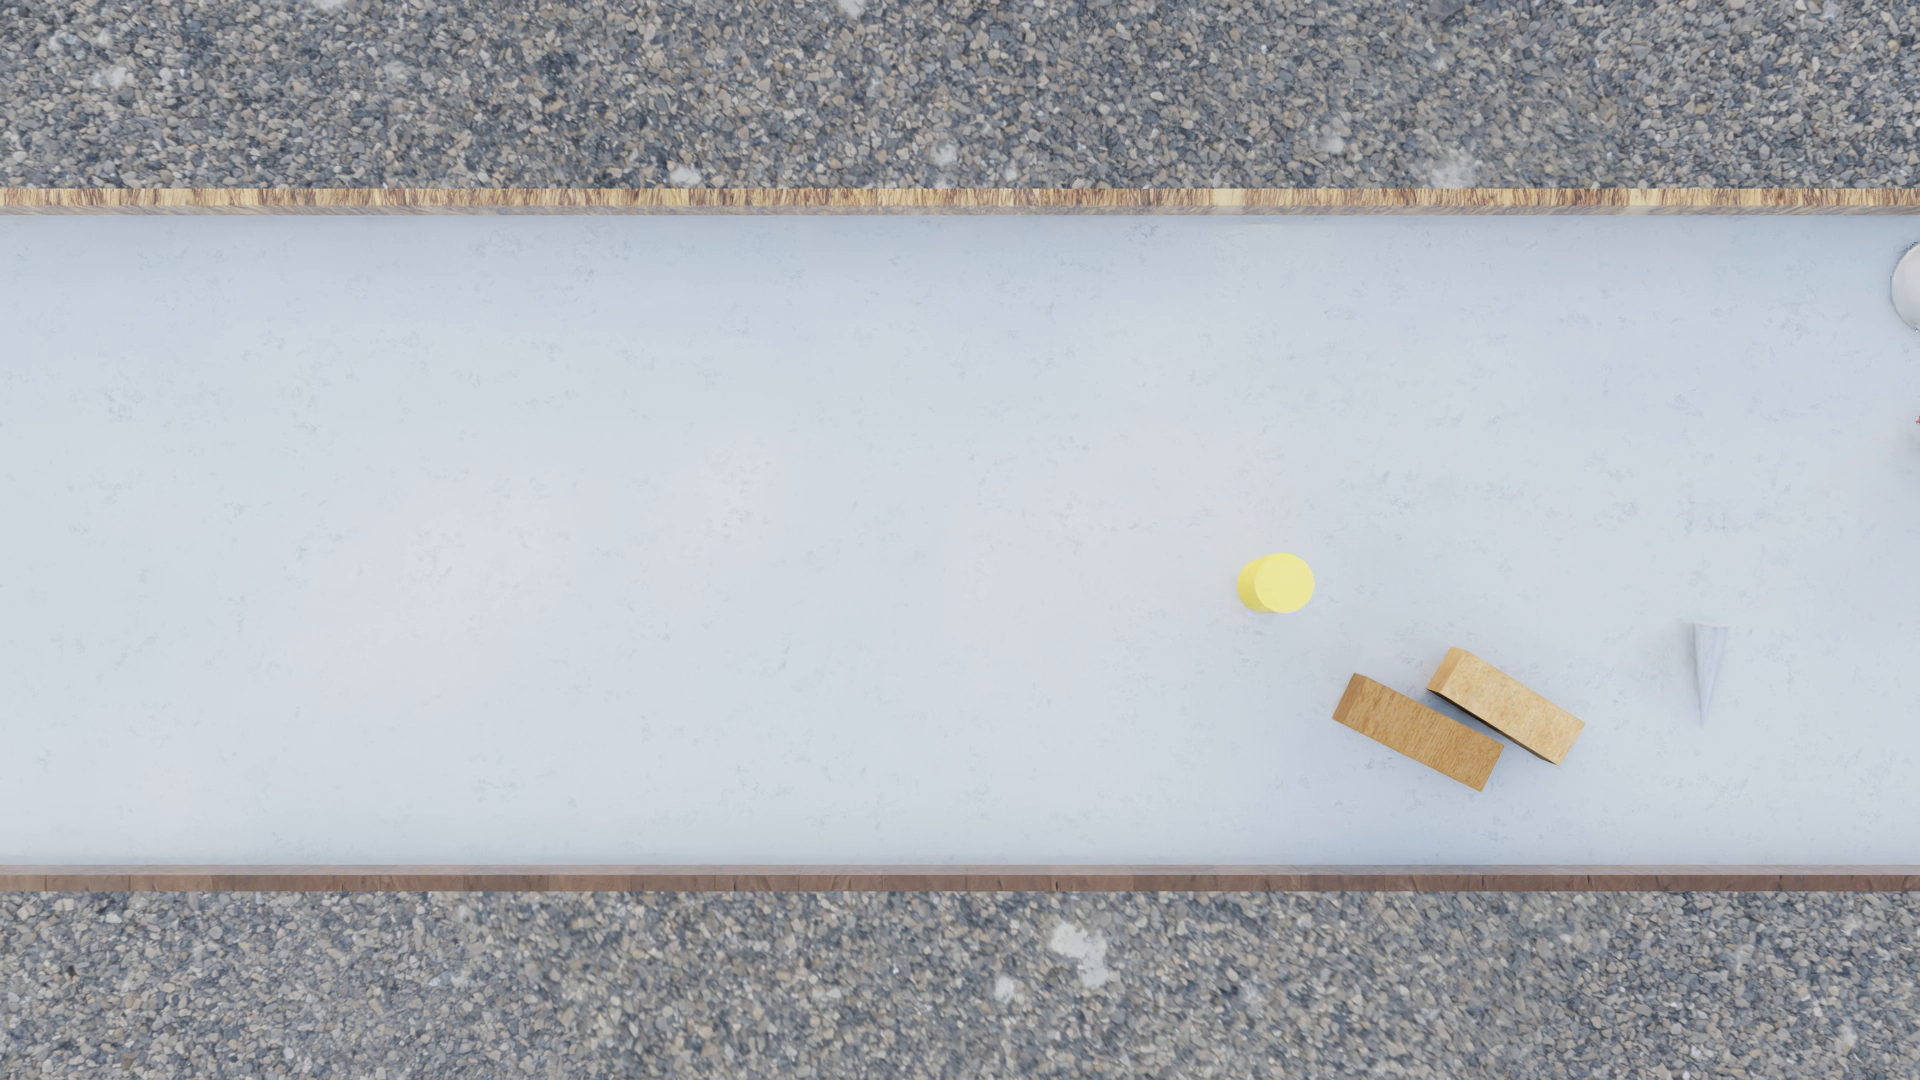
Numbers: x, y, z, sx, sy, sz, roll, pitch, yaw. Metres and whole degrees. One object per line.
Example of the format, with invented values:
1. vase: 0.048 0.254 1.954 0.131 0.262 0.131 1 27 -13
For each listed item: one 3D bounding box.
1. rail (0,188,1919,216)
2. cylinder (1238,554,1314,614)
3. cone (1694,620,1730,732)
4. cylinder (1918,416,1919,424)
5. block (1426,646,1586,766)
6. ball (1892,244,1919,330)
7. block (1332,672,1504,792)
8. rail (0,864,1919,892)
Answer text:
1. rail: -2.247 -1.025 5.002 12.000 0.150 0.050 0 90 0
2. cylinder: 0.935 0.134 4.905 0.171 0.335 0.171 0 87 1
3. cone: 2.285 0.421 5.051 0.103 0.103 0.339 1 99 0
4. cylinder: 3.076 -0.294 5.012 0.304 0.127 0.127 44 90 0
5. block: 1.652 0.502 5.001 0.419 0.151 0.151 32 90 0
6. ball: 2.957 -0.763 4.924 0.305 0.305 0.305 0 90 0
7. block: 1.384 0.581 4.997 0.459 0.159 0.159 26 90 0
8. rail: -2.247 1.025 5.001 12.000 0.150 0.050 0 90 0
